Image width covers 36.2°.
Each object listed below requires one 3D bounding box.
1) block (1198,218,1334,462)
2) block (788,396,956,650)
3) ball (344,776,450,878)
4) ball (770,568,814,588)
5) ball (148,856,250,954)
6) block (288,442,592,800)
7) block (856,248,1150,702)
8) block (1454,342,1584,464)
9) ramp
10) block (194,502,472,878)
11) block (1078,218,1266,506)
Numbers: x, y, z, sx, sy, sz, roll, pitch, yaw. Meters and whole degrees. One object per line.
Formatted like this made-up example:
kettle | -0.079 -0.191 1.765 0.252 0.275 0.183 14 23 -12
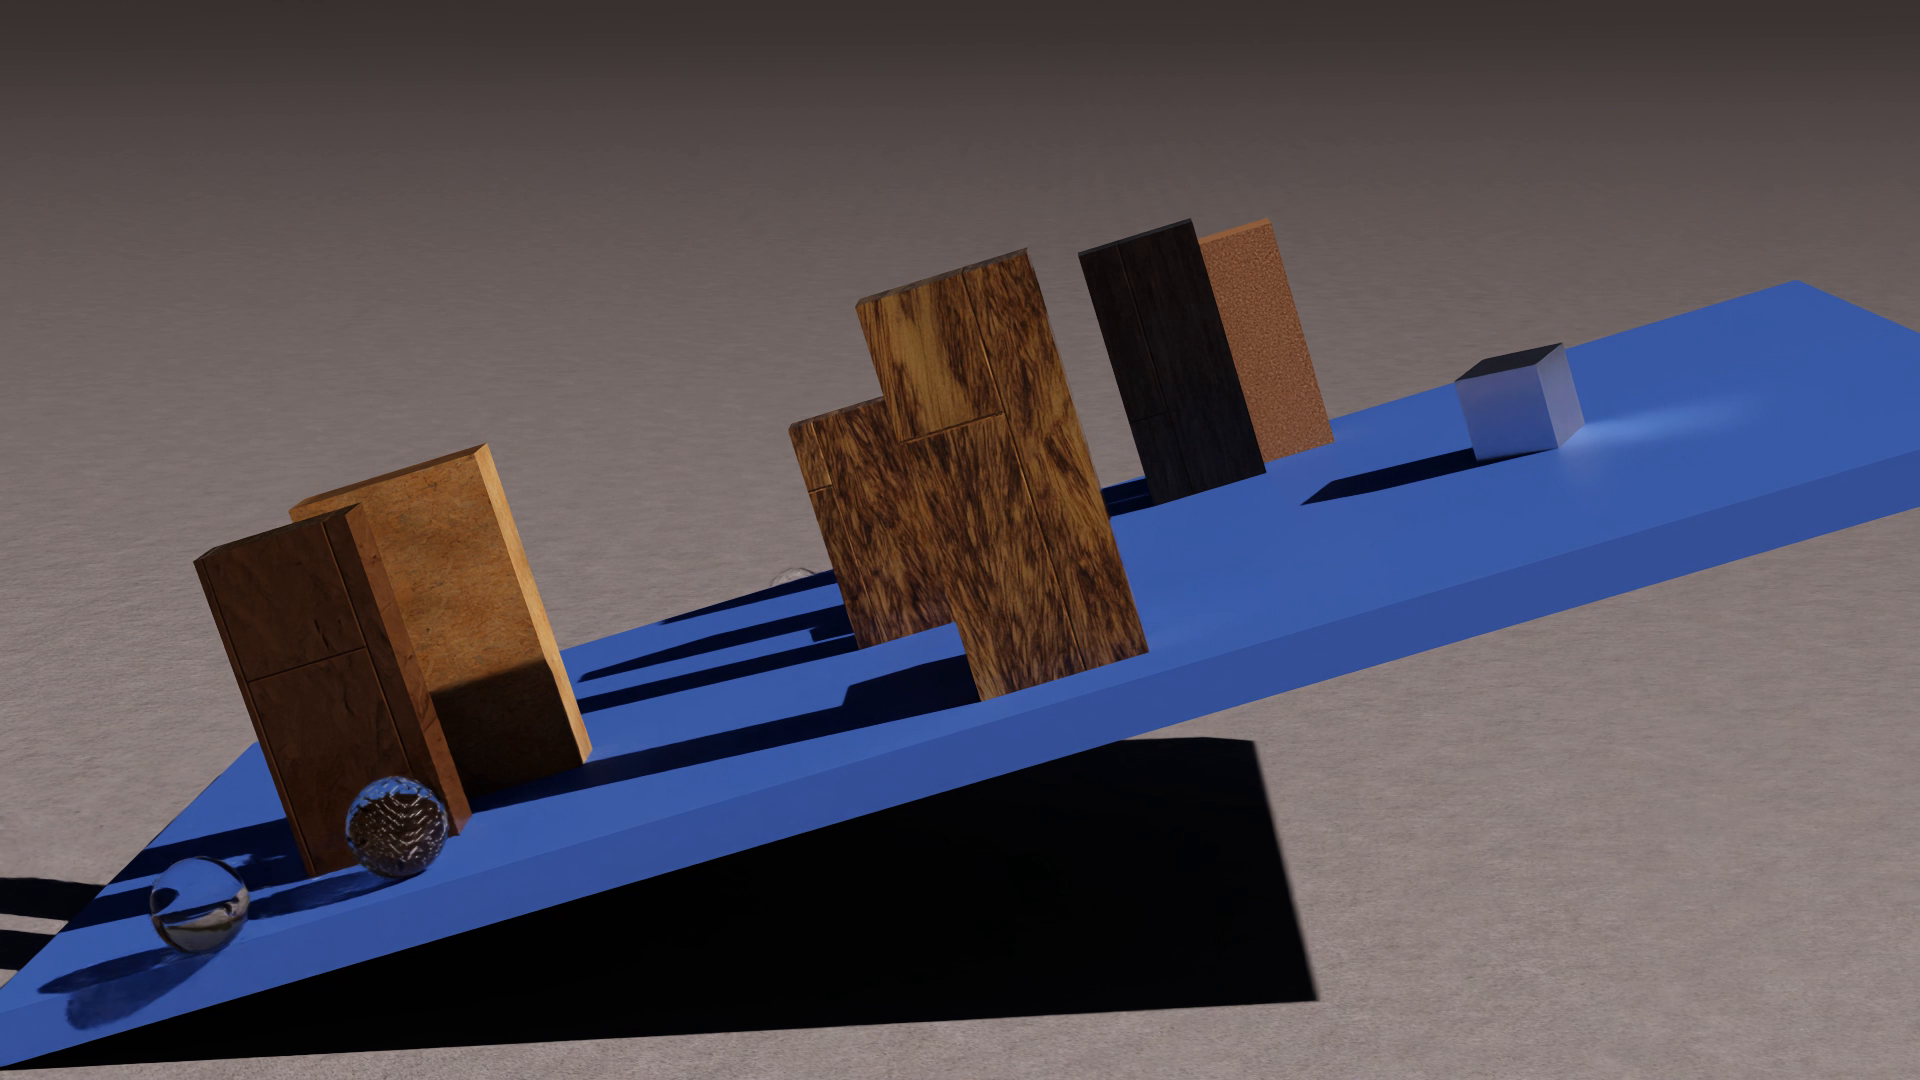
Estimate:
block | 0.666 -0.455 6.944 0.289 0.538 0.132 -17 10 5
block | -0.157 -0.046 6.272 0.274 0.498 0.087 -17 10 5
ball | -1.061 0.540 5.545 0.193 0.193 0.193 0 11 0
ball | -0.513 0.174 9.218 0.177 0.177 0.177 0 11 0
ball | -1.407 0.676 5.441 0.181 0.181 0.181 0 11 0
block | -1.062 0.189 6.043 0.400 0.678 0.134 -17 10 5
block | 0.082 -0.120 5.476 0.327 0.775 0.124 -17 10 5
block | 1.181 -0.289 6.201 0.182 0.182 0.182 -11 12 33
ramp | 0.097 0.184 6.314 4.000 0.100 2.000 -17 10 5
block | -1.228 0.296 5.781 0.313 0.666 0.136 -17 10 5
block | 0.491 -0.410 6.807 0.271 0.607 0.090 -17 10 5
